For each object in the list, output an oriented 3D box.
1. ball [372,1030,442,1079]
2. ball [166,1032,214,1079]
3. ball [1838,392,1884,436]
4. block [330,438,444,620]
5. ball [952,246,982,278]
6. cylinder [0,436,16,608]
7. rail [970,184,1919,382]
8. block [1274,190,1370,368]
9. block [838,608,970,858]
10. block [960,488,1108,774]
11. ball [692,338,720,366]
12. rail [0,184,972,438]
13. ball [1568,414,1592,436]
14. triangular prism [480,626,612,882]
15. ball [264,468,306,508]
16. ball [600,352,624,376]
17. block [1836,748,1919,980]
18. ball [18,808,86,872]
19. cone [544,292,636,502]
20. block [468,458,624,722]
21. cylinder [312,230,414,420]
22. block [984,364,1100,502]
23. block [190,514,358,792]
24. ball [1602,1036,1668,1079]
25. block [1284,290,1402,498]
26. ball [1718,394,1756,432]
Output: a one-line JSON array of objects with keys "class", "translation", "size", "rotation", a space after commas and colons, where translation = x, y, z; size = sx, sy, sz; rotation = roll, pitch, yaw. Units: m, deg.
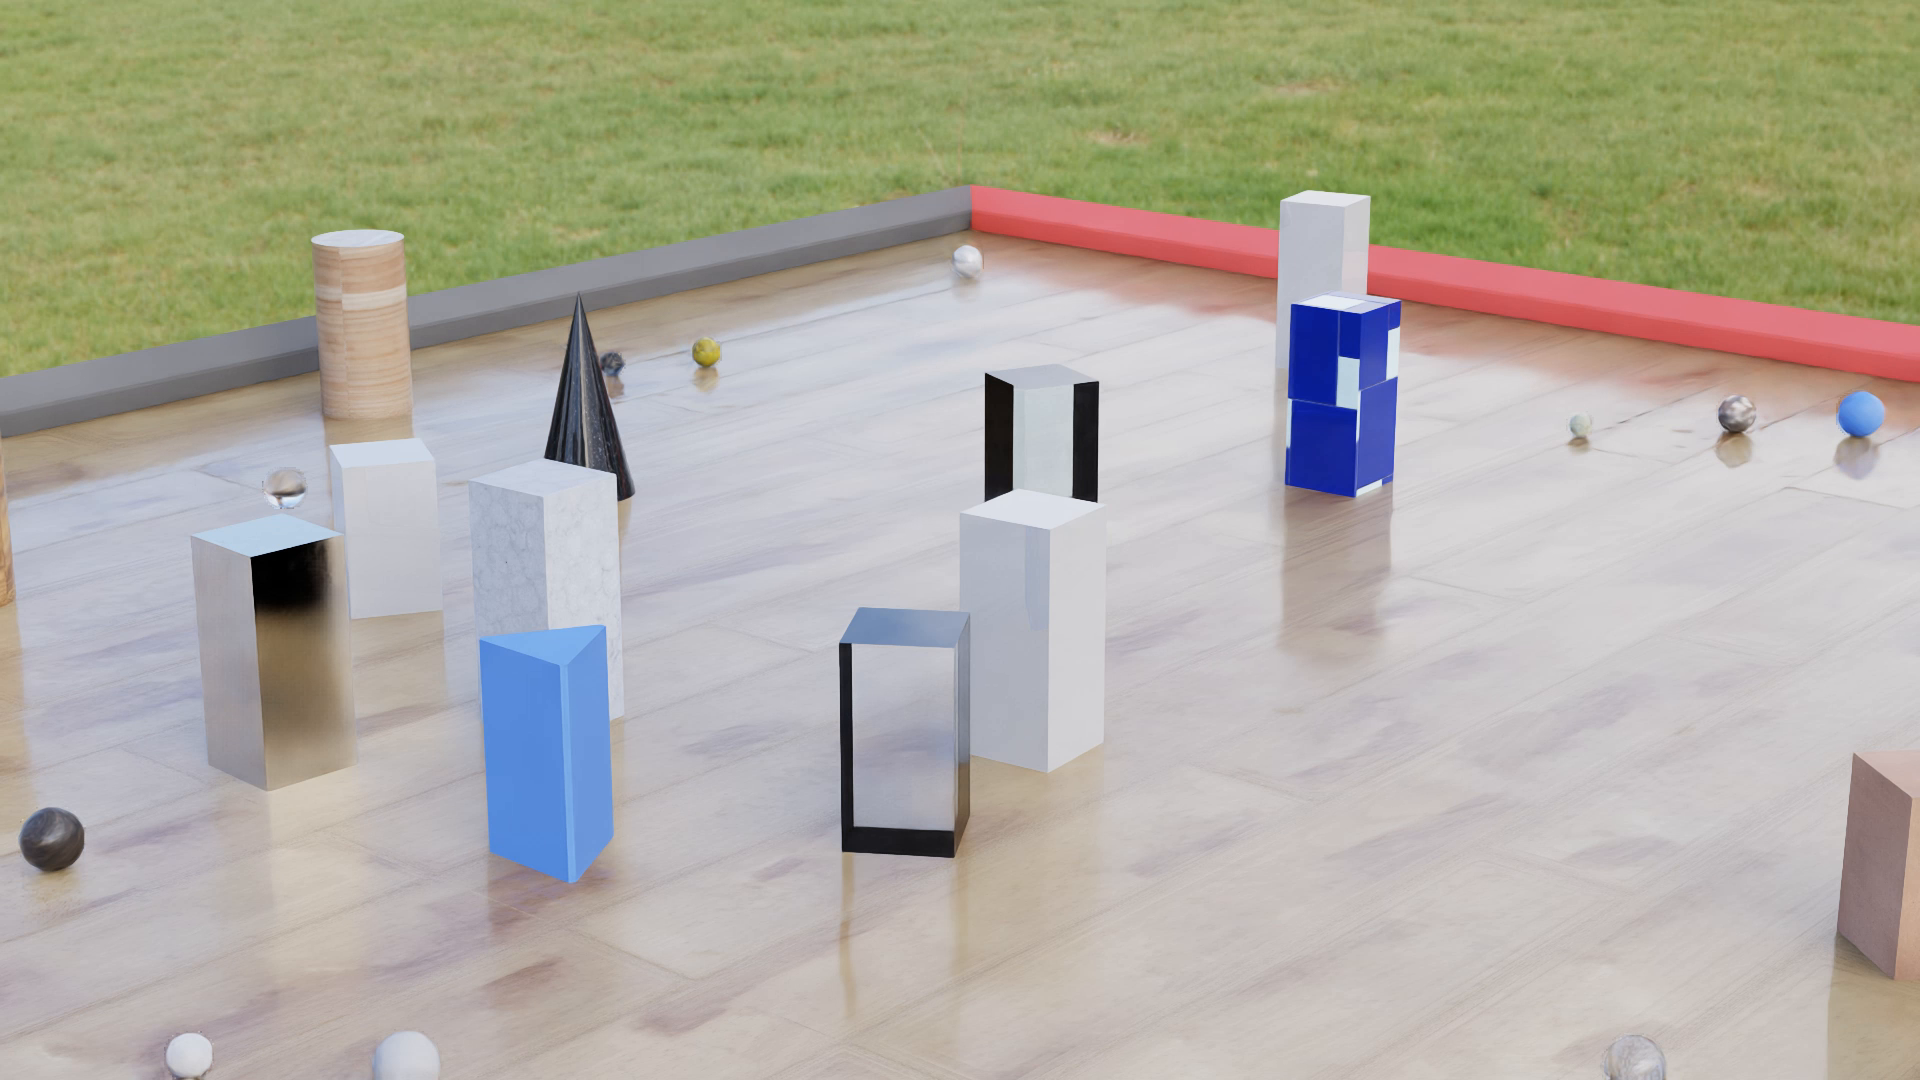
[{"class": "ball", "translation": [-0.629, 0.597, 3.334], "size": [0.078, 0.078, 0.078], "rotation": [0, 17, 0]}, {"class": "ball", "translation": [-0.889, 0.595, 3.384], "size": [0.053, 0.053, 0.053], "rotation": [0, 17, 0]}, {"class": "ball", "translation": [1.894, -0.265, 6.162], "size": [0.096, 0.096, 0.096], "rotation": [0, 17, 0]}, {"class": "block", "translation": [-0.990, -0.022, 5.058], "size": [0.157, 0.267, 0.157], "rotation": [-6, 18, -19]}, {"class": "ball", "translation": [0.019, -0.735, 7.743], "size": [0.084, 0.084, 0.084], "rotation": [0, 17, 0]}, {"class": "cylinder", "translation": [-1.744, -0.113, 5.037], "size": [0.196, 0.455, 0.196], "rotation": [0, 17, 0]}, {"class": "rail", "translation": [1.688, -0.529, 6.981], "size": [4.433, 0.127, 0.045], "rotation": [14, 22, 39]}, {"class": "block", "translation": [0.834, -0.593, 6.743], "size": [0.157, 0.389, 0.157], "rotation": [9, 19, 28]}, {"class": "block", "translation": [-0.074, 0.264, 4.048], "size": [0.157, 0.303, 0.157], "rotation": [2, 17, 8]}, {"class": "block", "translation": [0.108, 0.133, 4.362], "size": [0.157, 0.374, 0.157], "rotation": [11, 20, 33]}, {"class": "ball", "translation": [-0.586, -0.434, 6.773], "size": [0.067, 0.067, 0.067], "rotation": [0, 17, 0]}, {"class": "rail", "translation": [-1.656, -0.383, 6.497], "size": [0.045, 0.127, 5.197], "rotation": [14, 22, 39]}, {"class": "ball", "translation": [1.305, -0.242, 6.166], "size": [0.049, 0.049, 0.049], "rotation": [0, 17, 0]}, {"class": "triangular prism", "translation": [-0.534, 0.280, 3.988], "size": [0.169, 0.308, 0.147], "rotation": [14, 22, 39]}, {"class": "ball", "translation": [-1.299, -0.099, 5.645], "size": [0.077, 0.077, 0.077], "rotation": [0, 17, 0]}, {"class": "ball", "translation": [-0.794, -0.402, 6.687], "size": [0.054, 0.054, 0.054], "rotation": [0, 17, 0]}, {"class": "block", "translation": [1.222, 0.404, 3.688], "size": [0.157, 0.244, 0.157], "rotation": [-3, 17, -10]}, {"class": "ball", "translation": [-1.226, 0.404, 3.961], "size": [0.086, 0.086, 0.086], "rotation": [0, 17, 0]}, {"class": "cone", "translation": [-0.734, -0.287, 5.704], "size": [0.196, 0.403, 0.196], "rotation": [0, 17, 0]}, {"class": "block", "translation": [-0.630, 0.090, 4.478], "size": [0.157, 0.388, 0.157], "rotation": [12, 21, 35]}, {"class": "cylinder", "translation": [-1.291, -0.466, 6.340], "size": [0.196, 0.378, 0.196], "rotation": [0, 17, 0]}, {"class": "block", "translation": [0.152, -0.163, 5.482], "size": [0.157, 0.293, 0.157], "rotation": [-8, 19, -26]}, {"class": "block", "translation": [-1.003, 0.162, 4.294], "size": [0.157, 0.356, 0.157], "rotation": [16, 23, 42]}, {"class": "ball", "translation": [0.768, 0.600, 3.337], "size": [0.071, 0.071, 0.071], "rotation": [0, 17, 0]}, {"class": "block", "translation": [0.754, -0.290, 5.776], "size": [0.157, 0.366, 0.157], "rotation": [12, 21, 35]}, {"class": "ball", "translation": [1.643, -0.267, 6.198], "size": [0.080, 0.080, 0.080], "rotation": [0, 17, 0]}]
